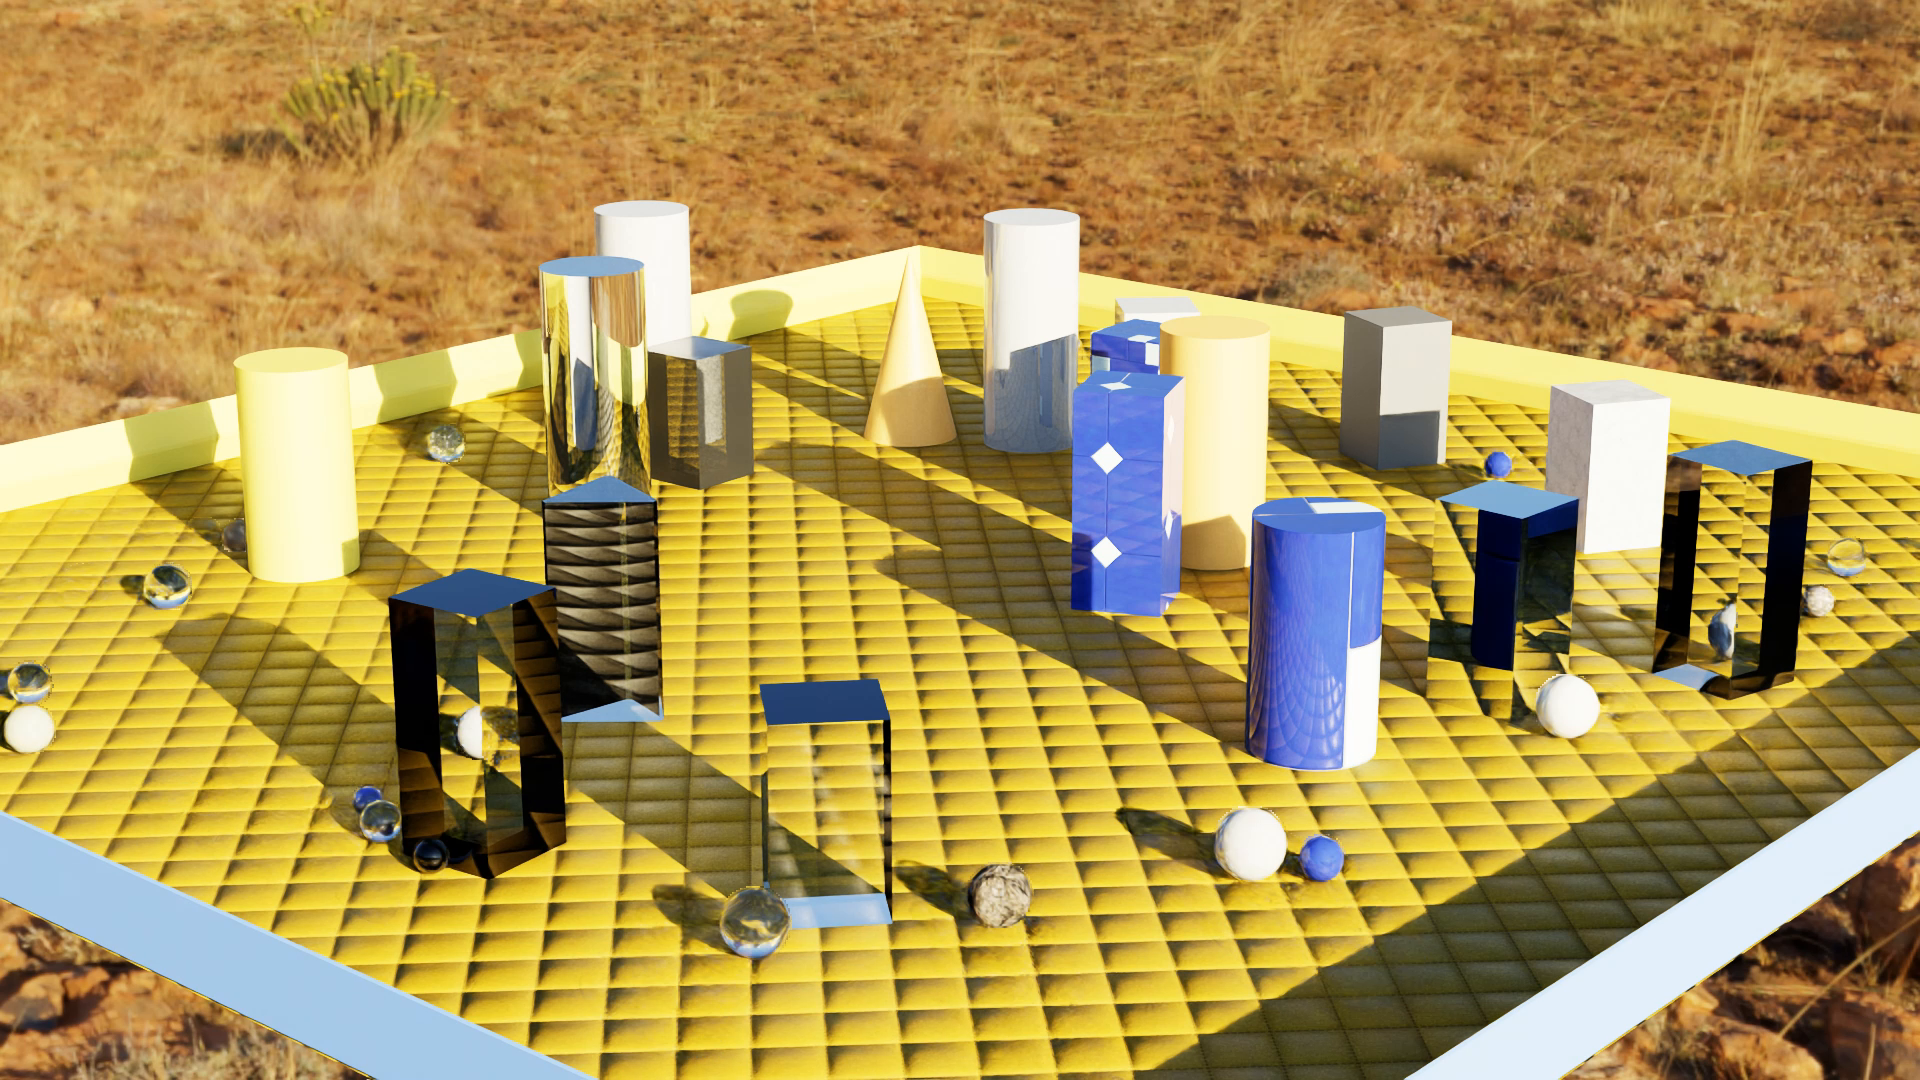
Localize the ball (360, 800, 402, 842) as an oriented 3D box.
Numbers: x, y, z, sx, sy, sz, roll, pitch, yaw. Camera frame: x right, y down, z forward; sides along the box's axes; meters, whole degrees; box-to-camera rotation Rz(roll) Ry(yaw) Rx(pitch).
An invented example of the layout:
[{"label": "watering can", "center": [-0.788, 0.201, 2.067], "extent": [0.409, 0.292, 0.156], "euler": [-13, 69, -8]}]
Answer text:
[{"label": "ball", "center": [-0.801, 0.389, 4.058], "extent": [0.059, 0.059, 0.059], "euler": [0, 17, 0]}]

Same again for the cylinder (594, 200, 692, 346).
[{"label": "cylinder", "center": [-0.663, -0.462, 6.165], "extent": [0.197, 0.473, 0.197], "euler": [0, 17, 0]}]

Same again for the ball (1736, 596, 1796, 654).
[{"label": "ball", "center": [1.317, 0.138, 4.787], "extent": [0.095, 0.095, 0.095], "euler": [0, 17, 0]}]

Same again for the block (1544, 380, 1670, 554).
[{"label": "block", "center": [1.193, -0.138, 5.421], "extent": [0.157, 0.281, 0.157], "euler": [-5, 18, -17]}]

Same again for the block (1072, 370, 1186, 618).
[{"label": "block", "center": [0.290, -0.081, 5.050], "extent": [0.157, 0.387, 0.157], "euler": [5, 17, 16]}]

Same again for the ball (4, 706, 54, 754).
[{"label": "ball", "center": [-1.393, 0.283, 4.386], "extent": [0.072, 0.072, 0.072], "euler": [0, 17, 0]}]

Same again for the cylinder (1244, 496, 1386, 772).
[{"label": "cylinder", "center": [0.528, 0.138, 4.362], "extent": [0.197, 0.364, 0.197], "euler": [0, 17, 0]}]

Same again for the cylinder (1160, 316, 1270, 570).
[{"label": "cylinder", "center": [0.456, -0.177, 5.304], "extent": [0.197, 0.424, 0.197], "euler": [0, 17, 0]}]

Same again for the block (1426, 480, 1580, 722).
[{"label": "block", "center": [0.846, 0.093, 4.576], "extent": [0.157, 0.327, 0.157], "euler": [15, 23, 41]}]

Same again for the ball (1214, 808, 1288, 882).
[{"label": "ball", "center": [0.389, 0.408, 3.928], "extent": [0.098, 0.098, 0.098], "euler": [0, 17, 0]}]

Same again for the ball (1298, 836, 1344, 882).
[{"label": "ball", "center": [0.484, 0.427, 3.928], "extent": [0.061, 0.061, 0.061], "euler": [0, 17, 0]}]

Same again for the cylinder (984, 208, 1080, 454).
[{"label": "cylinder", "center": [0.147, -0.434, 6.069], "extent": [0.197, 0.474, 0.197], "euler": [0, 17, 0]}]

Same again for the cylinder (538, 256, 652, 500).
[{"label": "cylinder", "center": [-0.685, -0.277, 5.528], "extent": [0.197, 0.486, 0.197], "euler": [0, 17, 0]}]

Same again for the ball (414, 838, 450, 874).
[{"label": "ball", "center": [-0.713, 0.426, 3.953], "extent": [0.048, 0.048, 0.048], "euler": [0, 17, 0]}]

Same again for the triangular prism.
[{"label": "triangular prism", "center": [-0.546, 0.089, 4.546], "extent": [0.170, 0.352, 0.148], "euler": [0, 17, -1]}]

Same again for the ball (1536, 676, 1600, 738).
[{"label": "ball", "center": [0.921, 0.253, 4.447], "extent": [0.095, 0.095, 0.095], "euler": [0, 17, 0]}]

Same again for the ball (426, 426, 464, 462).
[{"label": "ball", "center": [-1.046, -0.196, 5.969], "extent": [0.076, 0.076, 0.076], "euler": [0, 17, 0]}]

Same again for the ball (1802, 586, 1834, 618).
[{"label": "ball", "center": [1.465, 0.105, 5.010], "extent": [0.054, 0.054, 0.054], "euler": [0, 17, 0]}]

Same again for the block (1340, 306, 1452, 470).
[{"label": "block", "center": [0.886, -0.311, 5.972], "extent": [0.157, 0.295, 0.157], "euler": [-7, 18, -21]}]

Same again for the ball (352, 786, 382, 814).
[{"label": "ball", "center": [-0.839, 0.370, 4.152], "extent": [0.042, 0.042, 0.042], "euler": [0, 17, 0]}]

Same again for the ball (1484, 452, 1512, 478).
[{"label": "ball", "center": [1.074, -0.150, 5.853], "extent": [0.055, 0.055, 0.055], "euler": [0, 17, 0]}]

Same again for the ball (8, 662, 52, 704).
[{"label": "ball", "center": [-1.458, 0.224, 4.594], "extent": [0.065, 0.065, 0.065], "euler": [0, 17, 0]}]

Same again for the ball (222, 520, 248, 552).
[{"label": "ball", "center": [-1.321, -0.006, 5.372], "extent": [0.058, 0.058, 0.058], "euler": [0, 17, 0]}]

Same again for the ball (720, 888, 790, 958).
[{"label": "ball", "center": [-0.259, 0.483, 3.697], "extent": [0.088, 0.088, 0.088], "euler": [0, 17, 0]}]

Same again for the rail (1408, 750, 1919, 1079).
[{"label": "rail", "center": [1.284, 0.354, 4.052], "extent": [0.045, 0.128, 3.655], "euler": [14, 22, 39]}]

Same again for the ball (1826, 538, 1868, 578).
[{"label": "ball", "center": [1.582, 0.031, 5.227], "extent": [0.069, 0.069, 0.069], "euler": [0, 17, 0]}]

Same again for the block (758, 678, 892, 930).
[{"label": "block", "center": [-0.176, 0.343, 3.826], "extent": [0.157, 0.281, 0.157], "euler": [-2, 17, -7]}]

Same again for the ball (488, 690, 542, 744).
[{"label": "ball", "center": [-0.671, 0.268, 4.423], "extent": [0.080, 0.080, 0.080], "euler": [0, 17, 0]}]

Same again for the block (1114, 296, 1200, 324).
[{"label": "block", "center": [0.413, -0.363, 6.184], "extent": [0.157, 0.271, 0.157], "euler": [-1, 17, -4]}]

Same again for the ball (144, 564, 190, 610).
[{"label": "ball", "center": [-1.365, 0.081, 5.048], "extent": [0.078, 0.078, 0.078], "euler": [0, 17, 0]}]

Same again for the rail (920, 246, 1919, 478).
[{"label": "rail", "center": [1.183, -0.361, 6.424], "extent": [3.449, 0.128, 0.045], "euler": [14, 22, 39]}]

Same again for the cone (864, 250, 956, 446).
[{"label": "cone", "center": [-0.105, -0.413, 6.130], "extent": [0.197, 0.399, 0.197], "euler": [0, 17, 0]}]

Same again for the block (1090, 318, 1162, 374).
[{"label": "block", "center": [0.366, -0.263, 5.790], "extent": [0.157, 0.308, 0.157], "euler": [12, 20, 34]}]

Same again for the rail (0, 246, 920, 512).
[{"label": "rail", "center": [-1.284, -0.290, 6.188], "extent": [0.045, 0.128, 3.655], "euler": [14, 22, 39]}]

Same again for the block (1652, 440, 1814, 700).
[{"label": "block", "center": [1.227, 0.046, 4.664], "extent": [0.157, 0.367, 0.157], "euler": [-12, 20, -34]}]

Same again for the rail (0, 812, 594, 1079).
[{"label": "rail", "center": [-1.183, 0.425, 3.816], "extent": [3.449, 0.128, 0.045], "euler": [14, 22, 39]}]

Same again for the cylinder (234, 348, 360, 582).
[{"label": "cylinder", "center": [-1.183, -0.135, 5.239], "extent": [0.197, 0.382, 0.197], "euler": [0, 17, 0]}]

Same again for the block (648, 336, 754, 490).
[{"label": "block", "center": [-0.525, -0.255, 5.844], "extent": [0.157, 0.262, 0.157], "euler": [13, 21, 37]}]

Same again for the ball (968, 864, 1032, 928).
[{"label": "ball", "center": [0.051, 0.459, 3.784], "extent": [0.083, 0.083, 0.083], "euler": [0, 17, 0]}]

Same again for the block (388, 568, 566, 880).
[{"label": "block", "center": [-0.654, 0.248, 3.987], "extent": [0.157, 0.371, 0.157], "euler": [11, 20, 32]}]
